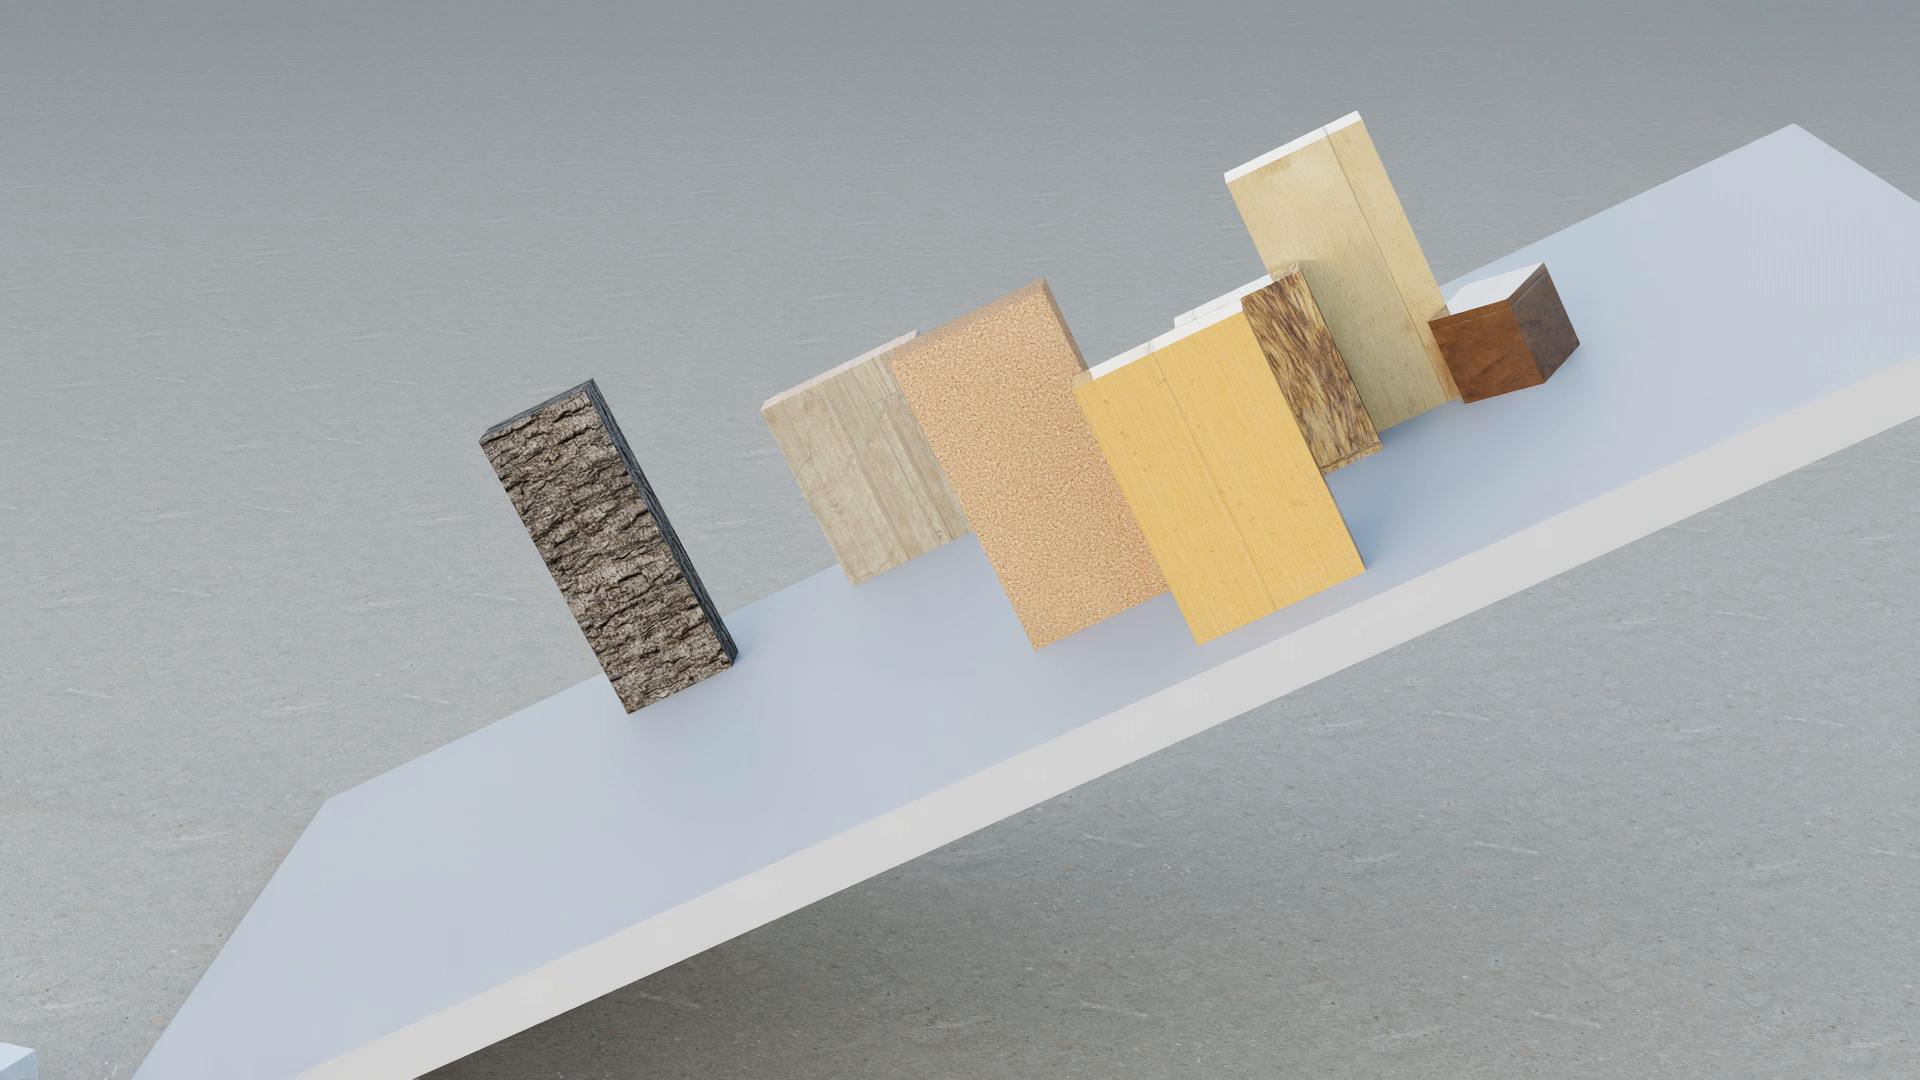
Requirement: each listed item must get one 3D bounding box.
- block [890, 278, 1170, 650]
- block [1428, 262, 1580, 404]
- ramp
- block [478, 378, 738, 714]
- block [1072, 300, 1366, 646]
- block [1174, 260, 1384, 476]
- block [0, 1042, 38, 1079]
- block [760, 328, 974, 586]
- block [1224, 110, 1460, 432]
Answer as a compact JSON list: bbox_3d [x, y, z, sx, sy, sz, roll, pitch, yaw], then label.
[{"bbox_3d":[0.157,-0.148,5.808,0.331,0.650,0.131,-25,14,9],"label":"block"},{"bbox_3d":[1.112,-0.423,6.010,0.191,0.191,0.191,-15,18,41],"label":"block"},{"bbox_3d":[0.138,0.168,6.281,4.000,0.100,2.000,-25,14,9],"label":"ramp"},{"bbox_3d":[-0.814,0.018,6.857,0.277,0.735,0.123,-25,14,9],"label":"block"},{"bbox_3d":[0.472,-0.121,5.356,0.335,0.534,0.104,-25,14,9],"label":"block"},{"bbox_3d":[0.653,-0.321,6.030,0.276,0.411,0.099,-25,14,9],"label":"block"},{"bbox_3d":[-1.998,1.130,6.030,0.148,0.148,0.148,7,18,22],"label":"block"},{"bbox_3d":[-0.180,-0.194,6.995,0.407,0.479,0.103,-25,14,9],"label":"block"},{"bbox_3d":[0.816,-0.541,6.107,0.301,0.613,0.125,-25,14,9],"label":"block"}]
